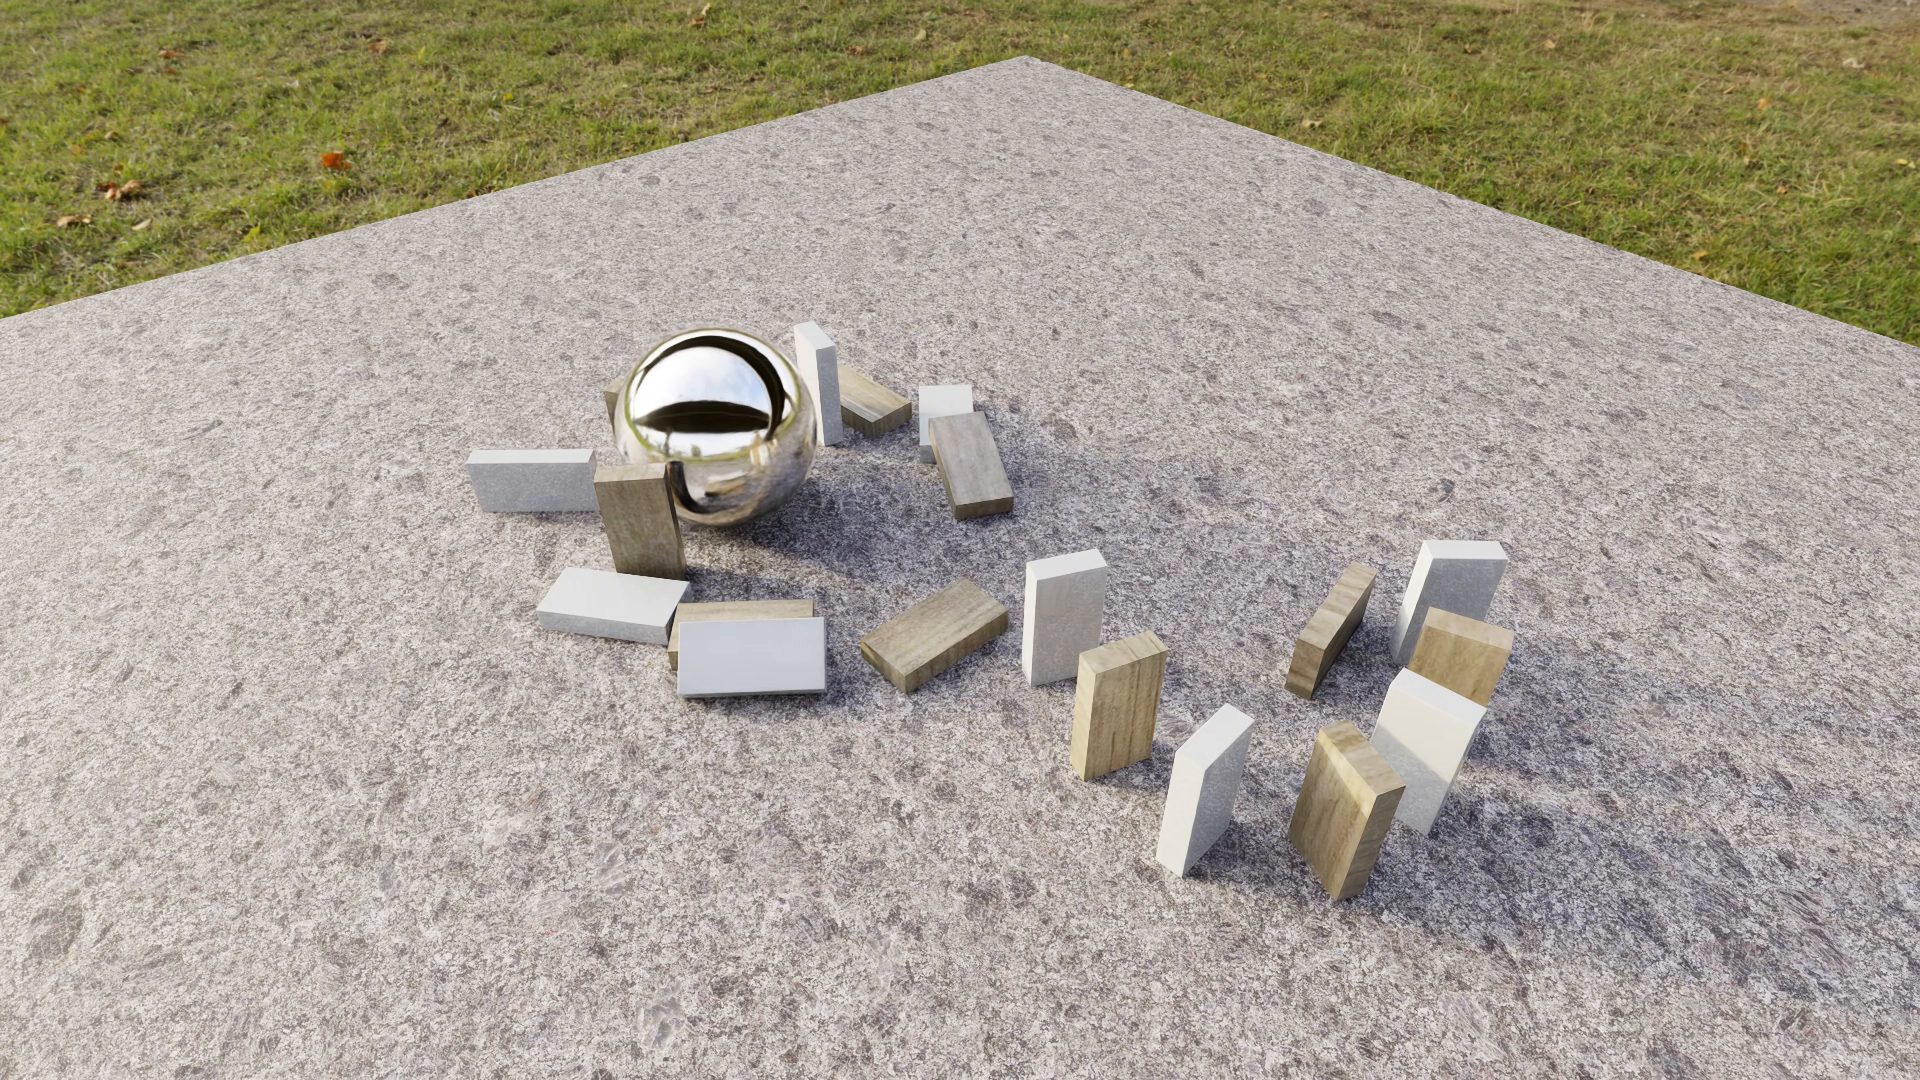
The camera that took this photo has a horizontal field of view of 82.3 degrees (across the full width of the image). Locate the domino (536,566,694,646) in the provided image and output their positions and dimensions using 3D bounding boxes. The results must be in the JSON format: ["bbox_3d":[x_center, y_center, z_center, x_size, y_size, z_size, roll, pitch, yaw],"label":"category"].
[{"bbox_3d":[-0.129,0.025,0.413,0.050,0.010,0.025,7,40,8],"label":"domino"}]

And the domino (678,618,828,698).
[{"bbox_3d":[-0.072,0.041,0.383,0.050,0.009,0.025,-2,74,-2],"label":"domino"}]

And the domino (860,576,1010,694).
[{"bbox_3d":[-0.009,0.034,0.402,0.050,0.009,0.025,-30,48,-31],"label":"domino"}]

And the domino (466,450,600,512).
[{"bbox_3d":[-0.177,-0.025,0.462,0.050,0.025,0.009,-1,39,-1],"label":"domino"}]

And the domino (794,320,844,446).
[{"bbox_3d":[-0.064,-0.070,0.497,0.009,0.050,0.025,-19,43,-22],"label":"domino"}]

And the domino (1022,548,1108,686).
[{"bbox_3d":[0.035,0.027,0.378,0.025,0.050,0.009,-11,41,-13],"label":"domino"}]

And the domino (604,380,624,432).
[{"bbox_3d":[-0.135,-0.056,0.499,0.050,0.025,0.010,11,40,13],"label":"domino"}]

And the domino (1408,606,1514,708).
[{"bbox_3d":[0.157,0.047,0.355,0.025,0.050,0.009,18,43,20],"label":"domino"}]

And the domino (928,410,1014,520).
[{"bbox_3d":[0.004,-0.033,0.474,0.025,0.010,0.050,-9,54,-11],"label":"domino"}]

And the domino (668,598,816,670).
[{"bbox_3d":[-0.079,0.034,0.402,0.050,0.010,0.025,-2,39,-2],"label":"domino"}]

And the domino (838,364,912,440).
[{"bbox_3d":[-0.049,-0.067,0.525,0.050,0.010,0.025,32,49,33],"label":"domino"}]

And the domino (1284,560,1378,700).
[{"bbox_3d":[0.133,0.032,0.392,0.010,0.025,0.050,25,46,27],"label":"domino"}]

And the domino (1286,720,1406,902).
[{"bbox_3d":[0.110,0.078,0.316,0.010,0.050,0.025,-14,41,-16],"label":"domino"}]

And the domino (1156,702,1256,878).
[{"bbox_3d":[0.071,0.074,0.321,0.010,0.050,0.025,31,49,32],"label":"domino"}]

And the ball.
[{"bbox_3d":[-0.097,-0.045,0.443,0.080,0.080,0.080,0,39,0],"label":"ball"}]

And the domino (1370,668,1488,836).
[{"bbox_3d":[0.138,0.065,0.333,0.025,0.050,0.009,29,47,30],"label":"domino"}]

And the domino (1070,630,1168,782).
[{"bbox_3d":[0.049,0.053,0.347,0.025,0.050,0.010,-16,42,-18],"label":"domino"}]

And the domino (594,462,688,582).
[{"bbox_3d":[-0.121,-0.005,0.418,0.025,0.050,0.009,-4,40,-5],"label":"domino"}]

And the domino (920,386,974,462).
[{"bbox_3d":[-0.006,-0.054,0.510,0.025,0.010,0.050,-1,39,-2],"label":"domino"}]

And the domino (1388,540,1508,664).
[{"bbox_3d":[0.169,0.023,0.384,0.025,0.050,0.010,1,39,1],"label":"domino"}]
